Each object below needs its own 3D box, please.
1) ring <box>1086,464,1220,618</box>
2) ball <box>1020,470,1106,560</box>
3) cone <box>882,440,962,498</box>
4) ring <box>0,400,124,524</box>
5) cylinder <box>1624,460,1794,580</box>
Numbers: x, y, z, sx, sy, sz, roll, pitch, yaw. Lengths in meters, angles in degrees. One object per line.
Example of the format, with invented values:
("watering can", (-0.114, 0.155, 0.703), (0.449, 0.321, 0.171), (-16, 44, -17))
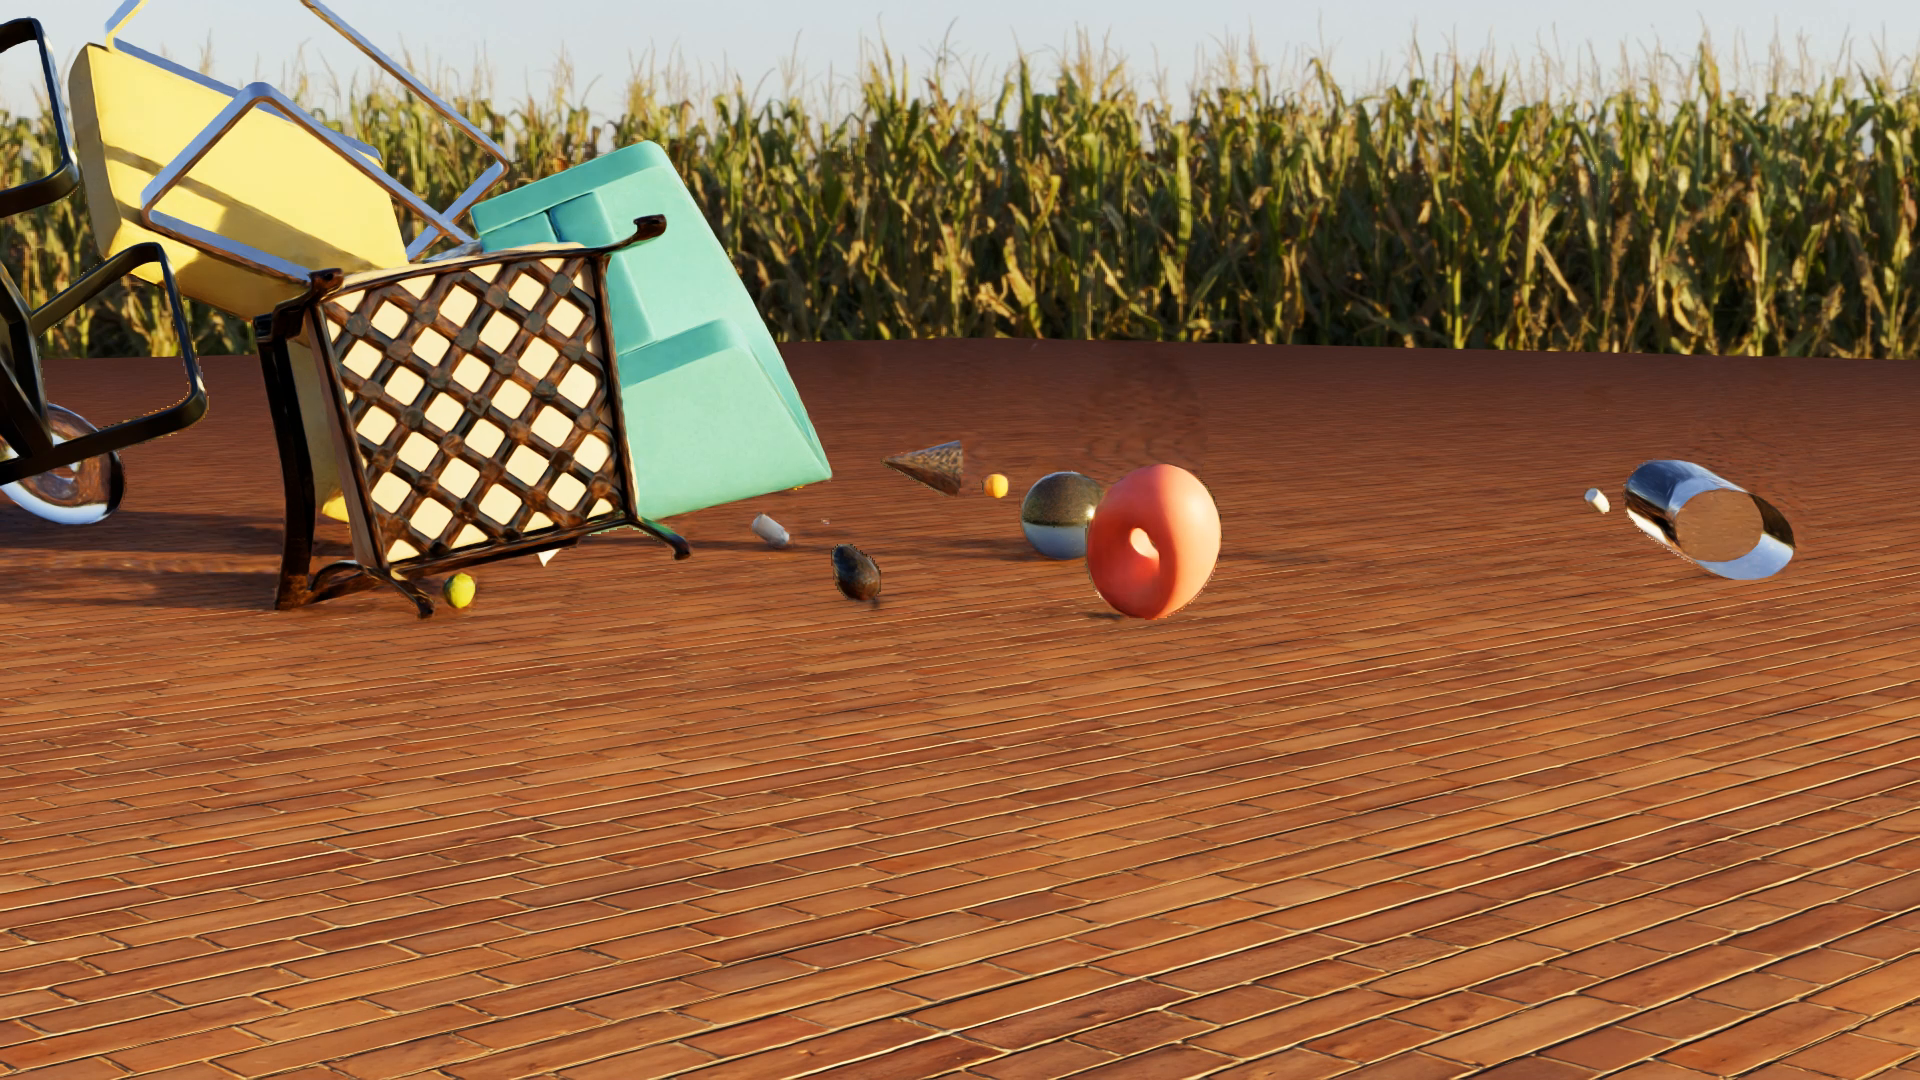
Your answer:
("ring", (0.363, 0.005, 4.850), (0.136, 0.250, 0.421), (-40, -14, -28))
("ball", (0.245, -0.056, 5.940), (0.208, 0.208, 0.208), (0, 6, 0))
("cone", (-0.123, -0.221, 7.561), (0.223, 0.172, 0.242), (6, 11, -10))
("ring", (-2.381, -0.201, 6.734), (0.370, 0.397, 0.113), (-31, 26, 34))
("cylinder", (1.641, -0.045, 5.628), (0.306, 0.189, 0.234), (20, 11, -19))
